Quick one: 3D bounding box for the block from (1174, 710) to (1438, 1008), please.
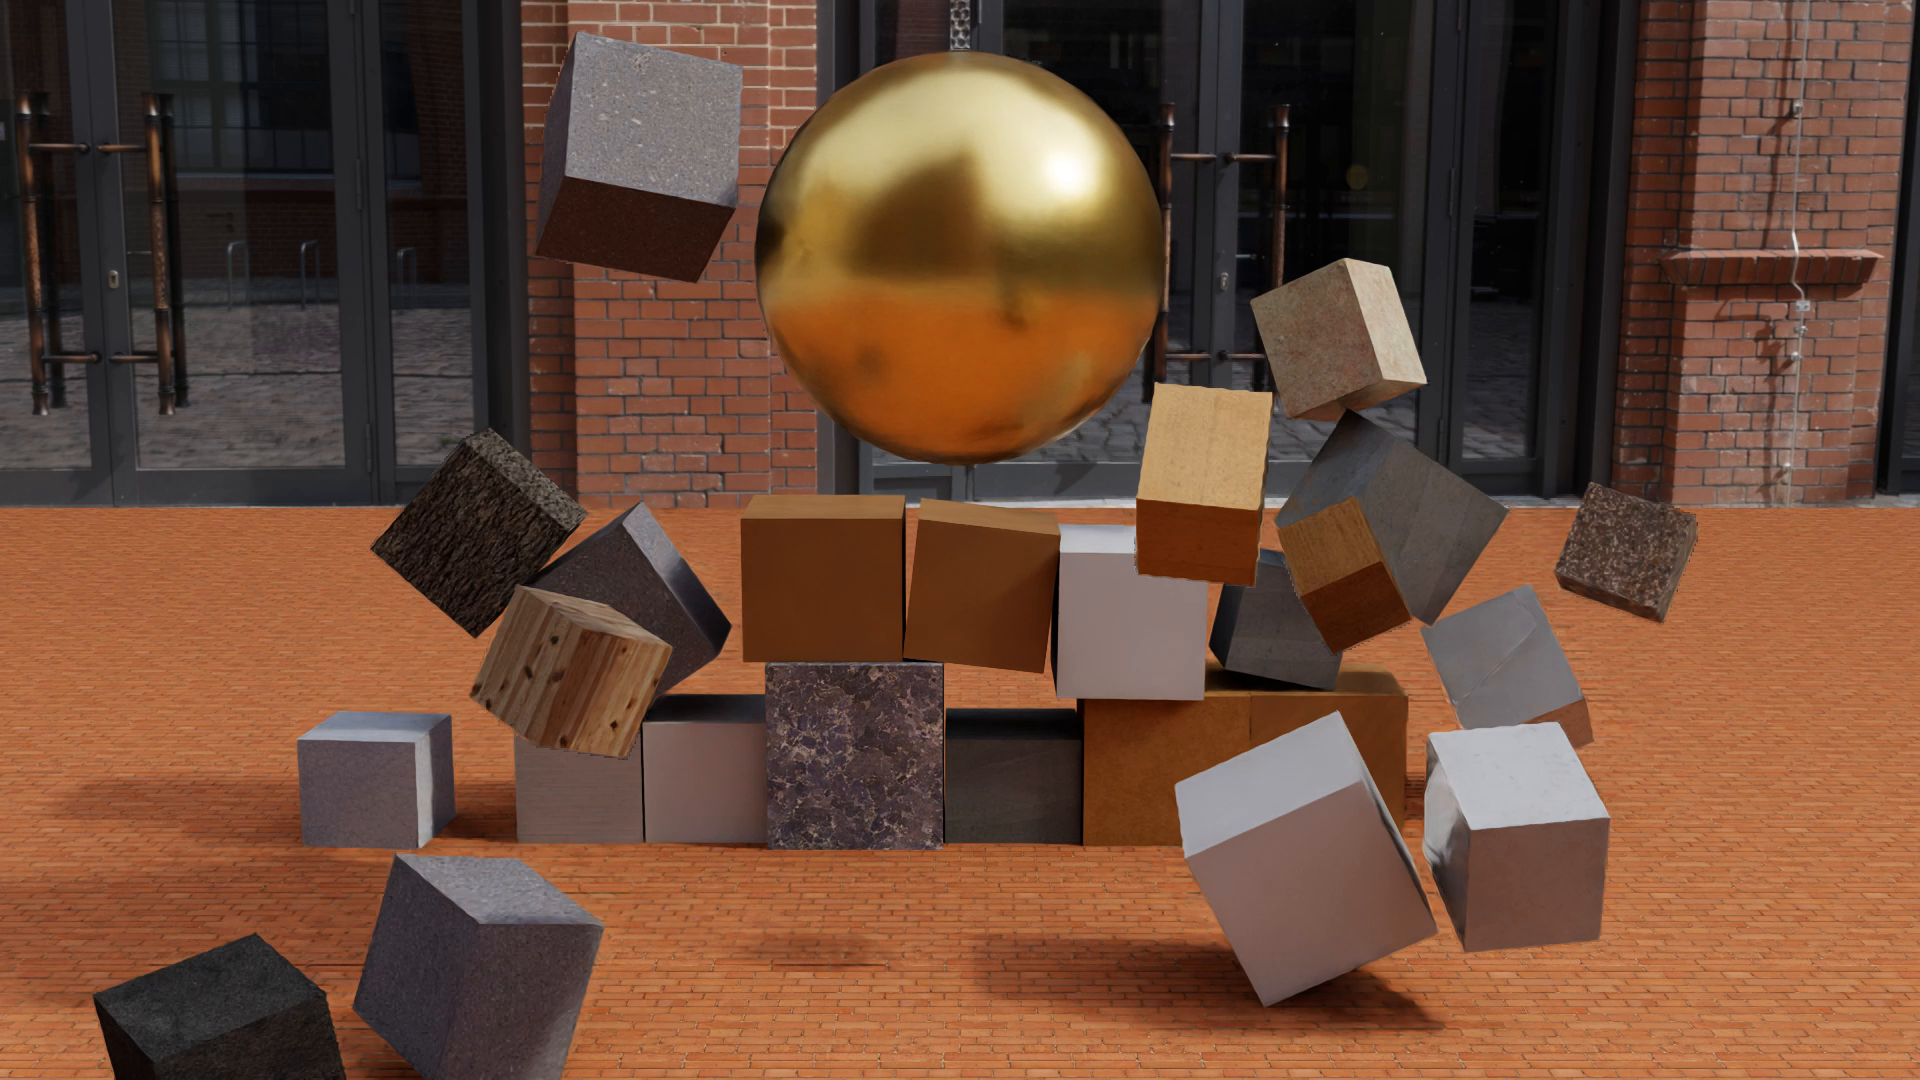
[{"bbox_3d":[1.430,1.321,9.189,0.774,0.755,0.714,-26,15,10],"label":"block"}]

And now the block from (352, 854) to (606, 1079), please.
[{"bbox_3d":[-1.824,1.615,8.314,0.551,0.632,0.644,10,9,-44],"label":"block"}]

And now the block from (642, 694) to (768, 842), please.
[{"bbox_3d":[-1.282,1.173,11.373,0.619,0.623,0.604,0,10,0],"label":"block"}]

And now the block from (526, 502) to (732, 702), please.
[{"bbox_3d":[-1.712,0.376,11.243,0.680,0.815,0.688,-34,8,6],"label":"block"}]

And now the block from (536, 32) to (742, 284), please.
[{"bbox_3d":[-1.284,-1.513,8.777,0.665,0.657,0.620,8,-25,-19],"label":"block"}]

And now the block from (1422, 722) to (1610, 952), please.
[{"bbox_3d":[2.198,1.175,8.757,0.533,0.595,0.657,-5,29,-1],"label":"block"}]

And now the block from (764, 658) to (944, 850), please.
[{"bbox_3d":[-0.524,1.007,11.373,0.877,0.949,0.889,0,10,0],"label":"block"}]

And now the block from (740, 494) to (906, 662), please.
[{"bbox_3d":[-0.681,0.185,11.216,0.793,0.724,0.737,0,10,0],"label":"block"}]

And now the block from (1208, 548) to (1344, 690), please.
[{"bbox_3d":[1.648,0.385,11.227,0.566,0.564,0.512,12,10,-5],"label":"block"}]

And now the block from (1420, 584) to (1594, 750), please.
[{"bbox_3d":[2.918,0.775,11.734,0.623,0.702,0.672,-23,-30,8],"label":"block"}]

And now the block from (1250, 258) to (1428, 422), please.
[{"bbox_3d":[1.948,-1.017,11.306,0.561,0.649,0.542,-23,-12,33],"label":"block"}]

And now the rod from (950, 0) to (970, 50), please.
[{"bbox_3d":[0.000,-4.400,9.332,0.080,5.200,0.080,0,-13,0],"label":"rod"}]

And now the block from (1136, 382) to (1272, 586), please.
[{"bbox_3d":[0.796,-0.182,7.156,0.381,0.407,0.477,6,55,9],"label":"block"}]

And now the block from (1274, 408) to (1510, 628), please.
[{"bbox_3d":[2.184,-0.121,11.197,0.734,0.702,0.664,30,8,-19],"label":"block"}]

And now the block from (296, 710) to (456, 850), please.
[{"bbox_3d":[-2.983,1.225,11.271,0.607,0.558,0.556,1,10,6],"label":"block"}]

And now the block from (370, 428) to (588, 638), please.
[{"bbox_3d":[-2.430,-0.046,11.205,0.677,0.719,0.678,42,6,-7],"label":"block"}]

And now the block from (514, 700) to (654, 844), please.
[{"bbox_3d":[-1.922,1.186,11.394,0.636,0.591,0.647,0,10,0],"label":"block"}]

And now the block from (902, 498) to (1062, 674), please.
[{"bbox_3d":[0.106,0.222,11.189,0.705,0.702,0.677,7,10,-1],"label":"block"}]

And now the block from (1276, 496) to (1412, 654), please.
[{"bbox_3d":[1.550,0.141,8.888,0.346,0.373,0.404,-25,40,12],"label":"block"}]

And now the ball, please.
[{"bbox_3d":[0.000,-1.088,8.564,1.600,1.600,1.600,0,10,0],"label":"ball"}]

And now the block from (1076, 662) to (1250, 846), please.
[{"bbox_3d":[1.034,1.094,11.380,0.826,0.776,0.749,0,10,0],"label":"block"}]

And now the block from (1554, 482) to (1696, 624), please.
[{"bbox_3d":[3.272,0.067,10.802,0.514,0.478,0.493,21,-3,22],"label":"block"}]

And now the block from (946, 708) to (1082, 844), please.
[{"bbox_3d":[0.267,1.213,11.388,0.684,0.539,0.629,0,10,0],"label":"block"}]

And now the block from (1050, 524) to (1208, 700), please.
[{"bbox_3d":[0.848,0.354,11.198,0.728,0.734,0.804,1,10,0],"label":"block"}]

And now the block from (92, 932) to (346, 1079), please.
[{"bbox_3d":[-2.510,1.829,7.537,0.580,0.612,0.700,-19,19,-33],"label":"block"}]

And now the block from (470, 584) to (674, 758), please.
[{"bbox_3d":[-1.781,0.606,10.098,0.511,0.564,0.575,28,7,37],"label":"block"}]

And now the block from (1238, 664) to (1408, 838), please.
[{"bbox_3d":[1.845,1.096,11.365,0.781,0.778,0.687,0,10,0],"label":"block"}]
